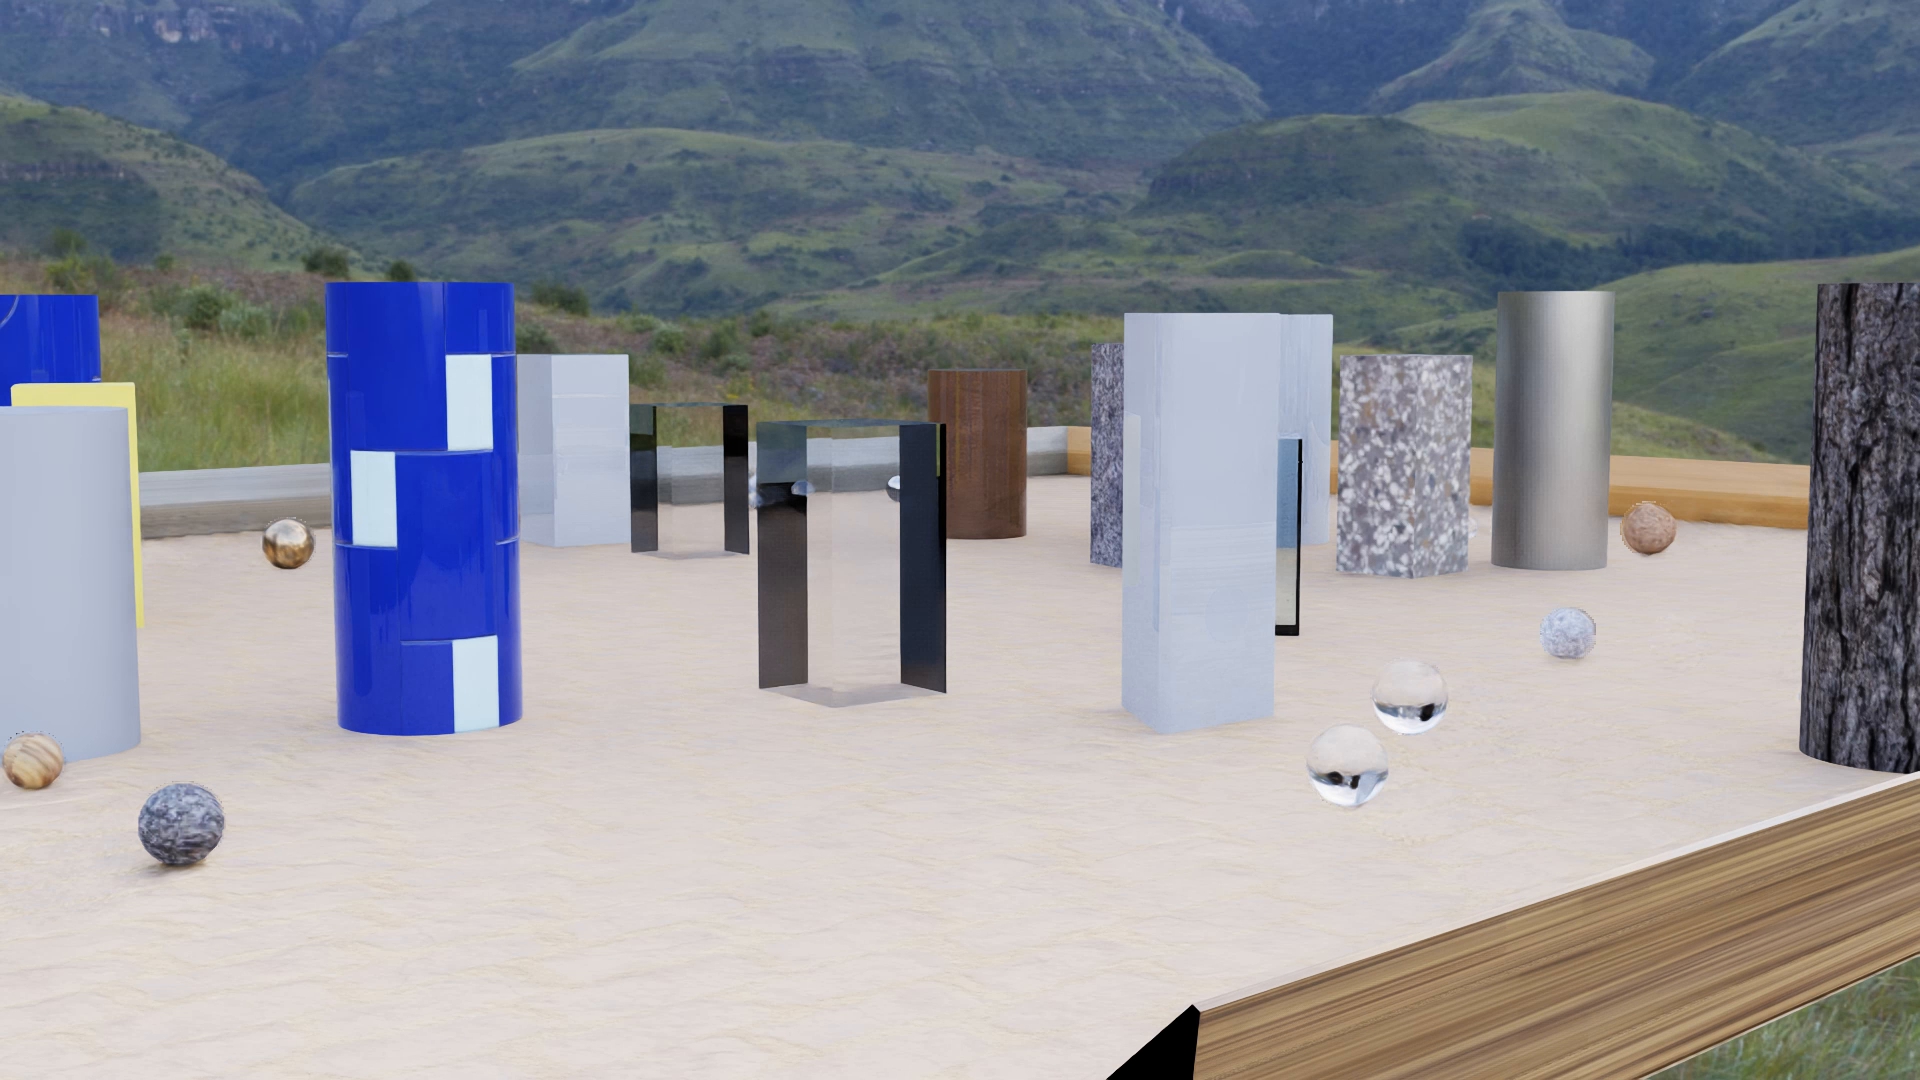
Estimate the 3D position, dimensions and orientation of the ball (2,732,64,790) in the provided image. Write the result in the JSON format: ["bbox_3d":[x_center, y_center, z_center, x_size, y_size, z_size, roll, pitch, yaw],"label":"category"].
[{"bbox_3d":[-0.864,0.206,2.051,0.053,0.053,0.053,0,6,0],"label":"ball"}]

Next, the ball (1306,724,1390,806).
[{"bbox_3d":[0.350,0.203,1.984,0.073,0.073,0.073,0,6,0],"label":"ball"}]

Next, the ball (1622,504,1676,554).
[{"bbox_3d":[1.262,-0.020,4.024,0.093,0.093,0.093,0,6,0],"label":"ball"}]

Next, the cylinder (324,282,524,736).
[{"bbox_3d":[-0.580,-0.040,2.385,0.198,0.474,0.198,0,6,0],"label":"cylinder"}]

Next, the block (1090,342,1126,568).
[{"bbox_3d":[0.339,-0.149,3.849,0.159,0.387,0.159,-3,7,-30],"label":"block"}]

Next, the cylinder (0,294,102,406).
[{"bbox_3d":[-1.465,-0.153,3.490,0.198,0.469,0.198,0,6,0],"label":"cylinder"}]

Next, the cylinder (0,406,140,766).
[{"bbox_3d":[-0.944,0.040,2.235,0.198,0.345,0.198,0,6,0],"label":"cylinder"}]

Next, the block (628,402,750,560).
[{"bbox_3d":[-0.496,-0.111,4.027,0.159,0.274,0.159,-4,7,-36],"label":"block"}]

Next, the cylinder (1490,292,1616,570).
[{"bbox_3d":[1.037,-0.195,3.850,0.198,0.477,0.198,0,6,0],"label":"cylinder"}]

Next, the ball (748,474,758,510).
[{"bbox_3d":[-0.438,-0.107,4.897,0.086,0.086,0.086,0,6,0],"label":"ball"}]

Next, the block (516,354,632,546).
[{"bbox_3d":[-0.746,-0.178,4.248,0.159,0.361,0.159,-4,7,-35],"label":"block"}]

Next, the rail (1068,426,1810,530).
[{"bbox_3d":[1.492,-0.109,4.701,0.045,0.129,3.585,-5,8,-42],"label":"rail"}]

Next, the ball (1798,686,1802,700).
[{"bbox_3d":[0.941,0.171,2.394,0.052,0.052,0.052,0,6,0],"label":"ball"}]

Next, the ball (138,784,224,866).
[{"bbox_3d":[-0.627,0.229,1.771,0.066,0.066,0.066,0,6,0],"label":"ball"}]

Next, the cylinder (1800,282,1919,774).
[{"bbox_3d":[0.950,-0.018,2.188,0.198,0.471,0.198,0,6,0],"label":"cylinder"}]

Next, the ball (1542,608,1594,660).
[{"bbox_3d":[0.779,0.120,2.814,0.065,0.065,0.065,0,6,0],"label":"ball"}]

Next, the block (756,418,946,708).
[{"bbox_3d":[-0.127,0.021,2.565,0.159,0.315,0.159,-4,7,-37],"label":"block"}]

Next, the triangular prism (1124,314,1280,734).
[{"bbox_3d":[0.233,-0.027,2.412,0.172,0.442,0.149,-5,8,-40],"label":"triangular prism"}]

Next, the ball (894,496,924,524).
[{"bbox_3d":[-0.106,-0.063,4.588,0.061,0.061,0.061,0,6,0],"label":"ball"}]

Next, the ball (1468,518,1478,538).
[{"bbox_3d":[0.988,-0.023,4.296,0.044,0.044,0.044,0,6,0],"label":"ball"}]

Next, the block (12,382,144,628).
[{"bbox_3d":[-1.253,-0.051,3.129,0.159,0.340,0.159,-2,6,-21],"label":"block"}]

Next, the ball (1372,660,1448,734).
[{"bbox_3d":[0.474,0.166,2.315,0.079,0.079,0.079,0,6,0],"label":"ball"}]

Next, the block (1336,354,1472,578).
[{"bbox_3d":[0.759,-0.131,3.759,0.159,0.369,0.159,-6,8,-43],"label":"block"}]

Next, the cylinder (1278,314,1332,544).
[{"bbox_3d":[0.619,-0.218,4.264,0.198,0.437,0.198,0,6,0],"label":"cylinder"}]

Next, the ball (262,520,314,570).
[{"bbox_3d":[-1.158,0.008,3.789,0.087,0.087,0.087,0,6,0],"label":"ball"}]

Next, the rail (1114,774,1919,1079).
[{"bbox_3d":[1.199,0.168,2.039,4.109,0.129,0.045,-5,8,-42],"label":"rail"}]

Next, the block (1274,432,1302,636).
[{"bbox_3d":[0.395,-0.012,3.093,0.159,0.270,0.159,1,6,6],"label":"block"}]

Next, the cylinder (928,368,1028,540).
[{"bbox_3d":[0.034,-0.174,4.373,0.198,0.328,0.198,0,6,0],"label":"cylinder"}]

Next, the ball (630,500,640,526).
[{"bbox_3d":[-0.689,-0.054,4.515,0.059,0.059,0.059,0,6,0],"label":"ball"}]

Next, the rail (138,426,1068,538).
[{"bbox_3d":[-1.199,-0.101,4.625,4.109,0.129,0.045,-5,8,-42],"label":"rail"}]

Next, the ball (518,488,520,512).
[{"bbox_3d":[-0.849,-0.056,4.345,0.099,0.099,0.099,0,6,0],"label":"ball"}]
